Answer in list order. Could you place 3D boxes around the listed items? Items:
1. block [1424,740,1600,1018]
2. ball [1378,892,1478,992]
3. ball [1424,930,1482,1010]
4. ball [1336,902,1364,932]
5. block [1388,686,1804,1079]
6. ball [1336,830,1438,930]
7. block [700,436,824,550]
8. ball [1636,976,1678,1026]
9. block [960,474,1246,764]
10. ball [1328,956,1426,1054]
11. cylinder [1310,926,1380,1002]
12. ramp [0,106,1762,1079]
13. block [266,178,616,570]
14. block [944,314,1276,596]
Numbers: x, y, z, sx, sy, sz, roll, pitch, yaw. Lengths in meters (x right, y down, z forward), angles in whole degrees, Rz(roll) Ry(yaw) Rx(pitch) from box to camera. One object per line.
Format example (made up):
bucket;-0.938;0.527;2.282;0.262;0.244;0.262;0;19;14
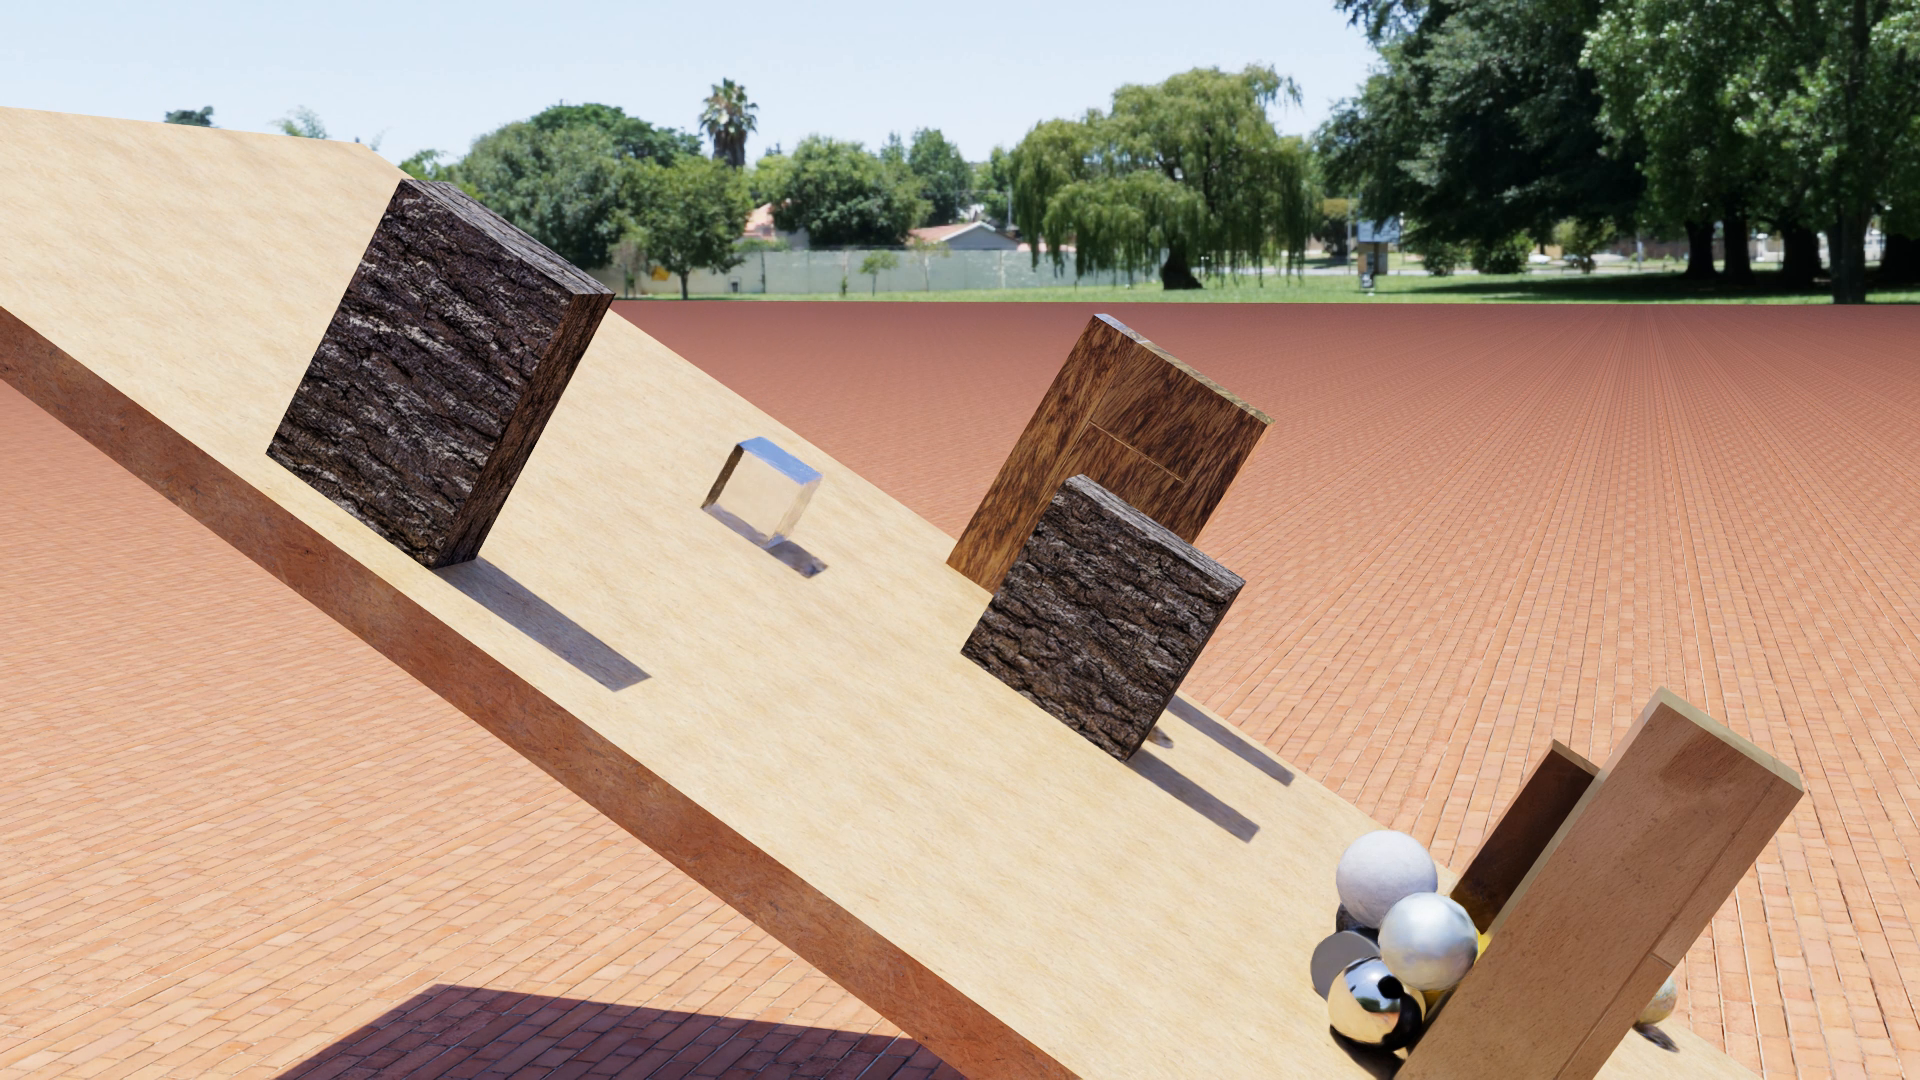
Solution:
block;1.020;0.677;3.786;0.361;0.558;0.090;34;15;11
ball;0.745;0.639;3.499;0.155;0.155;0.155;0;7;0
ball;0.816;0.716;3.720;0.164;0.164;0.164;0;7;0
ball;0.746;0.691;3.950;0.143;0.143;0.143;0;7;0
block;0.999;0.626;3.493;0.246;0.772;0.143;34;15;11
ball;0.736;0.587;3.793;0.173;0.173;0.173;0;7;0
block;-0.391;-0.095;4.356;0.152;0.152;0.152;33;15;7
ball;1.421;0.940;4.561;0.129;0.129;0.129;0;7;0
block;0.282;0.153;4.353;0.393;0.411;0.145;34;15;11
ball;0.688;0.767;3.630;0.159;0.159;0.159;0;7;0
cylinder;0.690;0.736;3.794;0.130;0.130;0.130;4;-1;31
ramp;-0.162;0.267;4.117;4.000;0.100;2.000;34;15;11
block;-0.805;-0.256;3.400;0.332;0.493;0.139;34;15;11
block;0.326;-0.103;4.814;0.443;0.644;0.125;34;15;11
